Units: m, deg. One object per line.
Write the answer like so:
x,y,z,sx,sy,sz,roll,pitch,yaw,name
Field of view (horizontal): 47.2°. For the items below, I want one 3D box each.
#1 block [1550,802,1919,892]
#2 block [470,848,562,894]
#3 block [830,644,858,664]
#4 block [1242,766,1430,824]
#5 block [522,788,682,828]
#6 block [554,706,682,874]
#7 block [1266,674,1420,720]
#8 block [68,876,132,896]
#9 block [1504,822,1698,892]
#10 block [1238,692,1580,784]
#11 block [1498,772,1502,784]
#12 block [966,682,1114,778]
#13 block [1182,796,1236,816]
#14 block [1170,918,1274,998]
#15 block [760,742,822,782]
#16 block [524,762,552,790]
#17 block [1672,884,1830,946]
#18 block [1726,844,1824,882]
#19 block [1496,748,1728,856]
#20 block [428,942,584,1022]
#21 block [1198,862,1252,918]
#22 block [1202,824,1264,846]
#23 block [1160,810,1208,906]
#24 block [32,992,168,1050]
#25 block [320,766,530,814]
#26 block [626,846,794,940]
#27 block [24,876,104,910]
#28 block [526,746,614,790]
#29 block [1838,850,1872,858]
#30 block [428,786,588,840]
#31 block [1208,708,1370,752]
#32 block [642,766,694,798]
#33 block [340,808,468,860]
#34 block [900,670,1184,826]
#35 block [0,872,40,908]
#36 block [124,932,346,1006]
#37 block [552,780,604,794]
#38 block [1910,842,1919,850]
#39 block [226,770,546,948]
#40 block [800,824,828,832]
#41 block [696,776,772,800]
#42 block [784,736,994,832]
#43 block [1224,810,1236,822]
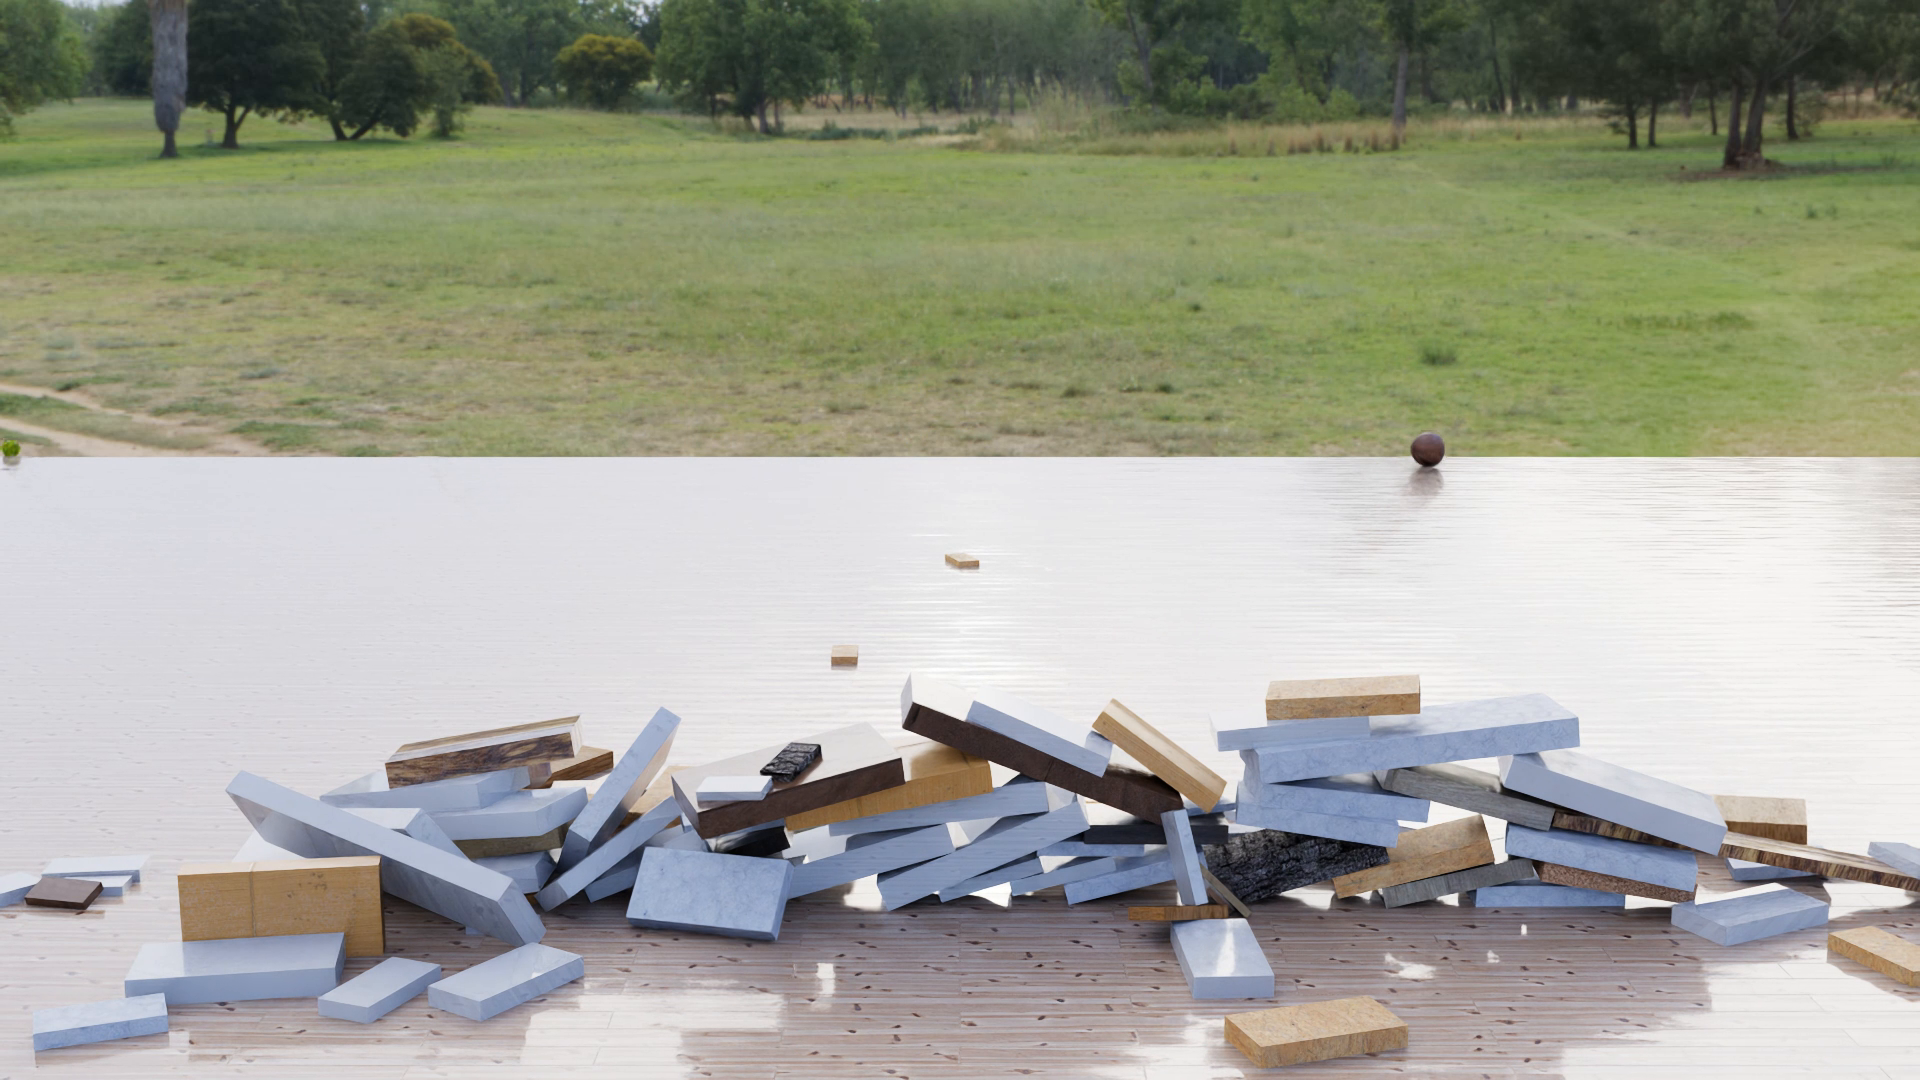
1.289,0.506,3.628,0.657,0.023,0.081,10,11,-2,block
-0.757,0.541,3.707,0.148,0.042,0.296,-9,7,1,block
-0.278,0.276,5.311,0.063,0.018,0.125,0,11,-1,block
0.622,0.414,3.642,0.280,0.040,0.140,6,11,-5,block
-0.644,0.476,3.900,0.518,0.025,0.088,1,11,21,block
-0.582,0.434,3.756,0.042,0.148,0.296,31,49,4,block
0.632,0.259,3.623,0.247,0.035,0.123,-4,10,13,block
-1.450,0.580,3.682,0.110,0.016,0.055,-1,11,-4,block
1.045,0.505,3.596,0.296,0.040,0.140,11,11,13,block
0.736,0.326,3.632,0.526,0.050,0.175,-6,10,-3,block
0.969,0.410,3.657,0.140,0.020,0.070,18,12,7,block
0.132,0.308,3.578,0.238,0.034,0.119,23,12,3,block
0.409,0.444,3.675,0.091,0.013,0.045,-4,11,-23,block
0.396,0.634,3.341,0.119,0.034,0.238,-1,11,-3,block
-0.268,0.351,3.484,0.054,0.015,0.107,2,21,25,block
-0.883,0.442,4.054,0.237,0.034,0.118,-5,-15,-23,block
1.268,0.600,3.528,0.227,0.032,0.113,-5,12,-27,block
1.397,0.551,3.752,0.161,0.023,0.081,-6,11,10,block
1.064,0.412,3.607,0.350,0.050,0.175,18,13,7,block
-0.670,0.652,3.254,0.106,0.030,0.212,7,13,33,block
0.422,0.563,3.558,0.013,0.119,0.045,-46,17,-2,block
0.478,0.524,3.876,0.227,0.032,0.113,-2,1,-8,block
0.358,0.507,3.515,0.021,0.150,0.075,-12,-6,-13,block
-1.216,0.681,3.112,0.175,0.025,0.088,-4,11,-22,block
-0.918,0.429,3.775,0.316,0.045,0.158,-7,7,21,block
-0.398,0.563,3.504,0.246,0.123,0.035,3,-32,16,block
-1.476,0.582,3.623,0.110,0.016,0.055,3,31,14,block
-0.926,0.487,4.131,0.118,0.034,0.705,6,12,31,block
1.525,0.556,3.797,0.139,0.020,0.069,0,11,0,block
-0.841,0.467,3.721,0.408,0.042,0.148,-6,7,24,block
0.540,0.304,3.620,0.247,0.035,0.123,-6,10,1,block
-0.506,0.467,4.052,0.121,0.034,0.241,1,10,7,block
-0.920,0.502,3.572,0.301,0.150,0.043,-7,38,45,block
0.132,0.344,3.616,0.473,0.048,0.168,21,12,-7,block
-1.603,0.586,3.628,0.080,0.023,0.159,8,13,37,block
-1.077,0.640,3.284,0.295,0.042,0.148,-2,11,-10,block
-0.695,0.492,4.008,0.121,0.034,0.258,-1,11,-3,block
1.700,0.545,3.709,0.086,0.024,0.173,-5,12,-25,block
-0.915,0.506,3.487,0.573,0.150,0.043,16,55,26,block
-0.311,0.503,4.055,0.212,0.030,0.106,3,11,15,block
-0.351,0.386,3.416,0.107,0.015,0.054,-2,20,14,block
-0.128,0.386,3.578,0.336,0.048,0.168,-10,19,-8,block
0.623,0.527,3.954,0.069,0.020,0.378,-8,13,-36,block
